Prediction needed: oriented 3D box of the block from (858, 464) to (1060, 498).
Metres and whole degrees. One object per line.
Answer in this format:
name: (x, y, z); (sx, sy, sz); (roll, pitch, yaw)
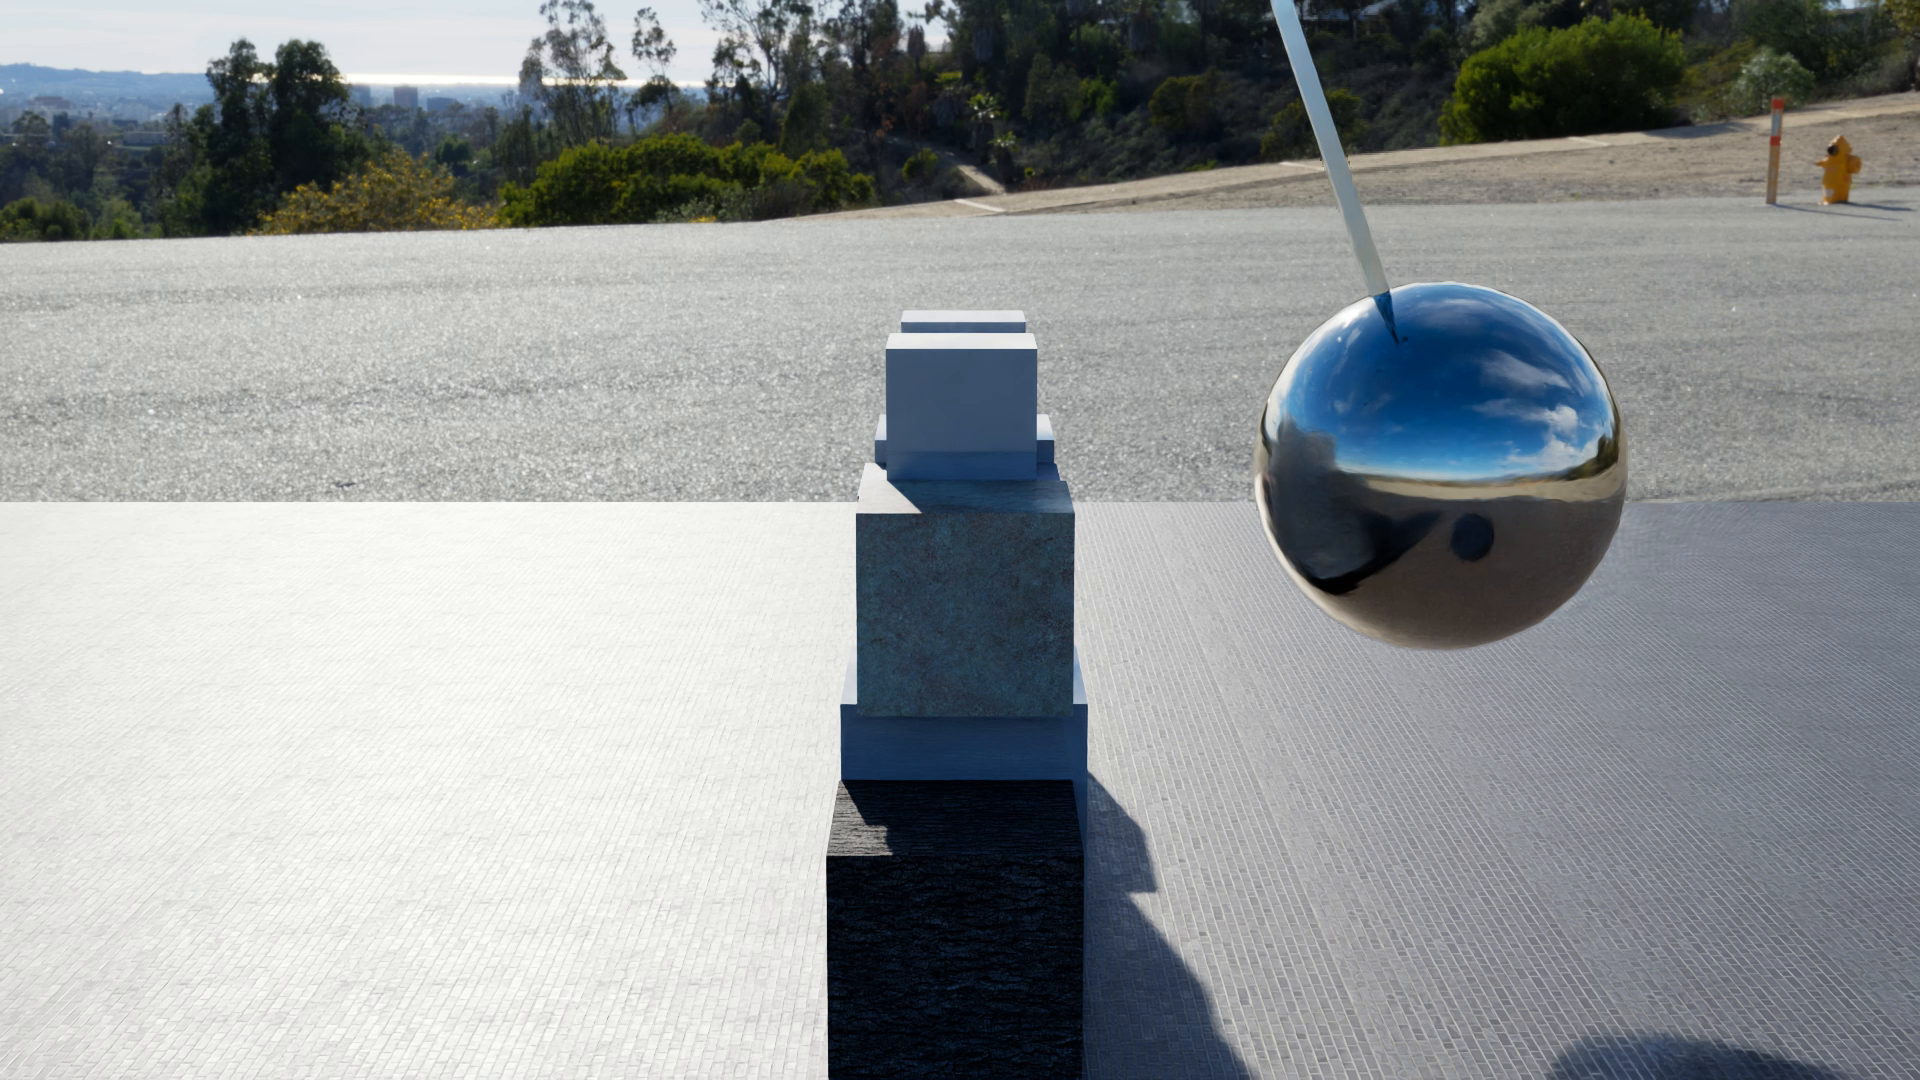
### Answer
block: (0.004, 0.095, 10.797); (0.831, 0.713, 0.875); (0, 10, 0)

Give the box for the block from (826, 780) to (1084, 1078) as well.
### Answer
block: (-0.018, 1.416, 9.490); (0.900, 0.819, 0.967); (0, 10, 0)

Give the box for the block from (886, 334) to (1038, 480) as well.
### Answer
block: (0.006, -0.525, 10.557); (0.603, 0.592, 0.613); (0, 10, 0)

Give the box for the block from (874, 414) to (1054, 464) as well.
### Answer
block: (0.019, -0.074, 11.652); (0.782, 0.887, 0.847); (0, 10, 0)

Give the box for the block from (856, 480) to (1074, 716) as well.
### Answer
block: (0.020, 0.213, 9.972); (0.814, 0.776, 0.771); (0, 10, 0)

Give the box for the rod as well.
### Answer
rod: (0.899, -3.459, 10.552); (0.080, 5.200, 0.080); (-20, 10, 4)

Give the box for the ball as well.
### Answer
ball: (2.074, -0.320, 11.122); (1.600, 1.600, 1.600); (0, 10, 0)

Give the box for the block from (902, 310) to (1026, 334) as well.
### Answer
block: (0.015, -0.766, 11.600); (0.549, 0.493, 0.552); (0, 10, 0)

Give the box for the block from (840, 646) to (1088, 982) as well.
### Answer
block: (0.016, 1.088, 10.454); (0.951, 1.119, 1.027); (0, 10, 0)
